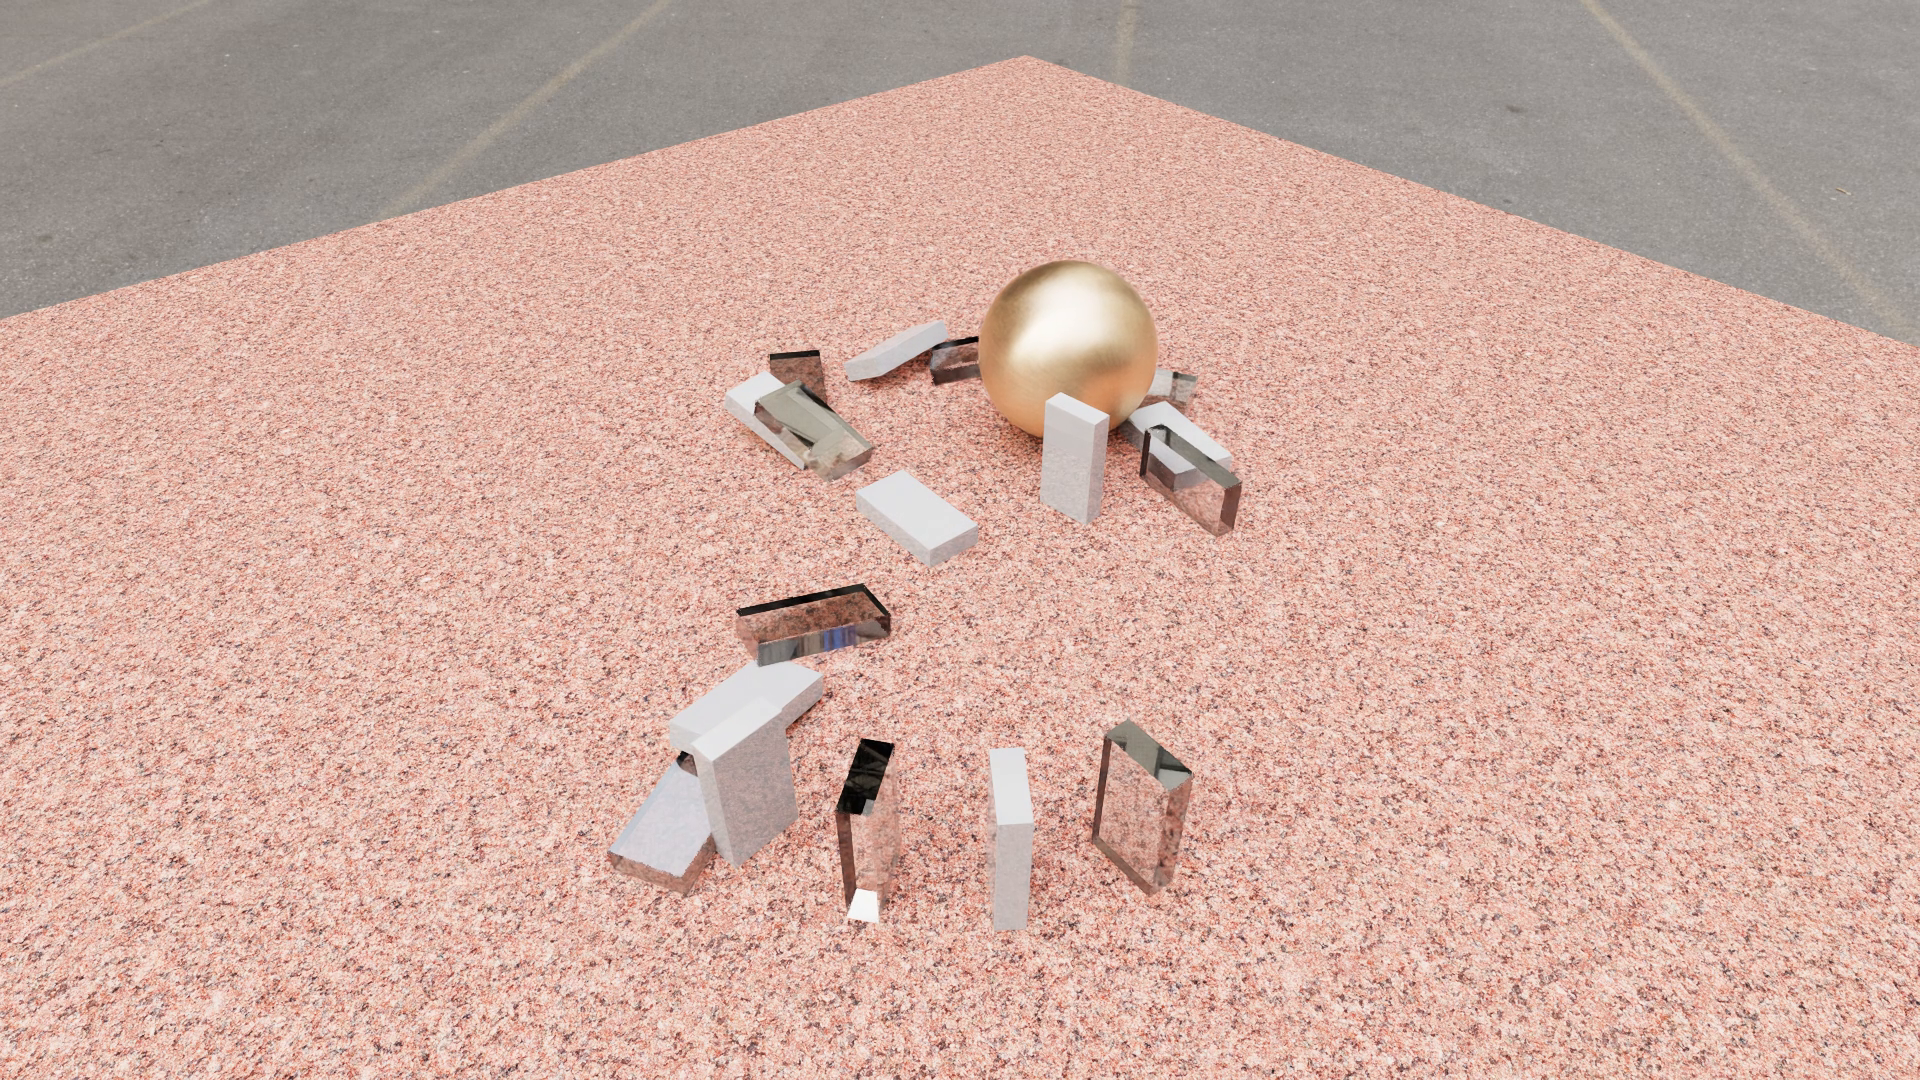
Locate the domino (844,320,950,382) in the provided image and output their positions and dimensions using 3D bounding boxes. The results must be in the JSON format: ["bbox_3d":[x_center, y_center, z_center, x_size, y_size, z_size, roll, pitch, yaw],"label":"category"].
[{"bbox_3d":[-0.032,-0.095,0.551,0.025,0.010,0.050,0,29,48],"label":"domino"}]

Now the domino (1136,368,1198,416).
[{"bbox_3d":[0.088,-0.074,0.534,0.050,0.010,0.025,15,42,17],"label":"domino"}]

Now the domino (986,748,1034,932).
[{"bbox_3d":[0.014,0.084,0.308,0.009,0.050,0.025,-2,39,-3],"label":"domino"}]

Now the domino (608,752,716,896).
[{"bbox_3d":[-0.083,0.083,0.342,0.025,0.009,0.050,14,41,16],"label":"domino"}]

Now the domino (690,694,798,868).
[{"bbox_3d":[-0.062,0.072,0.324,0.009,0.050,0.025,30,48,32],"label":"domino"}]

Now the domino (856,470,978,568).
[{"bbox_3d":[-0.018,-0.010,0.455,0.025,0.010,0.050,-28,47,-30],"label":"domino"}]

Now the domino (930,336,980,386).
[{"bbox_3d":[0.011,-0.092,0.546,0.050,0.010,0.025,-10,38,9],"label":"domino"}]

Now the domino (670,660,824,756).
[{"bbox_3d":[-0.070,0.056,0.365,0.025,0.010,0.050,17,28,22],"label":"domino"}]

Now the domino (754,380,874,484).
[{"bbox_3d":[-0.065,-0.048,0.486,0.050,0.010,0.025,42,52,19],"label":"domino"}]

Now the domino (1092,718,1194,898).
[{"bbox_3d":[0.052,0.078,0.317,0.009,0.050,0.025,-26,46,-28],"label":"domino"}]

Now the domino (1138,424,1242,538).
[{"bbox_3d":[0.096,-0.026,0.462,0.010,0.025,0.050,-21,44,-24],"label":"domino"}]

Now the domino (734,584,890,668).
[{"bbox_3d":[-0.053,0.030,0.398,0.050,0.009,0.025,-11,30,-27],"label":"domino"}]

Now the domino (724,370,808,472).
[{"bbox_3d":[-0.080,-0.055,0.499,0.050,0.010,0.025,38,50,16],"label":"domino"}]

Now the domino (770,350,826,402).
[{"bbox_3d":[-0.079,-0.075,0.535,0.025,0.009,0.050,-6,40,-7],"label":"domino"}]

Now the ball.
[{"bbox_3d":[0.048,-0.084,0.490,0.080,0.080,0.080,0,39,0],"label":"ball"}]

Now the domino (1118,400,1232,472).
[{"bbox_3d":[0.097,-0.044,0.497,0.025,0.010,0.050,-18,43,-21],"label":"domino"}]

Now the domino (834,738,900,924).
[{"bbox_3d":[-0.025,0.083,0.311,0.009,0.050,0.025,8,40,9],"label":"domino"}]

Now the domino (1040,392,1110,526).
[{"bbox_3d":[0.047,-0.033,0.452,0.025,0.050,0.009,31,48,32],"label":"domino"}]
